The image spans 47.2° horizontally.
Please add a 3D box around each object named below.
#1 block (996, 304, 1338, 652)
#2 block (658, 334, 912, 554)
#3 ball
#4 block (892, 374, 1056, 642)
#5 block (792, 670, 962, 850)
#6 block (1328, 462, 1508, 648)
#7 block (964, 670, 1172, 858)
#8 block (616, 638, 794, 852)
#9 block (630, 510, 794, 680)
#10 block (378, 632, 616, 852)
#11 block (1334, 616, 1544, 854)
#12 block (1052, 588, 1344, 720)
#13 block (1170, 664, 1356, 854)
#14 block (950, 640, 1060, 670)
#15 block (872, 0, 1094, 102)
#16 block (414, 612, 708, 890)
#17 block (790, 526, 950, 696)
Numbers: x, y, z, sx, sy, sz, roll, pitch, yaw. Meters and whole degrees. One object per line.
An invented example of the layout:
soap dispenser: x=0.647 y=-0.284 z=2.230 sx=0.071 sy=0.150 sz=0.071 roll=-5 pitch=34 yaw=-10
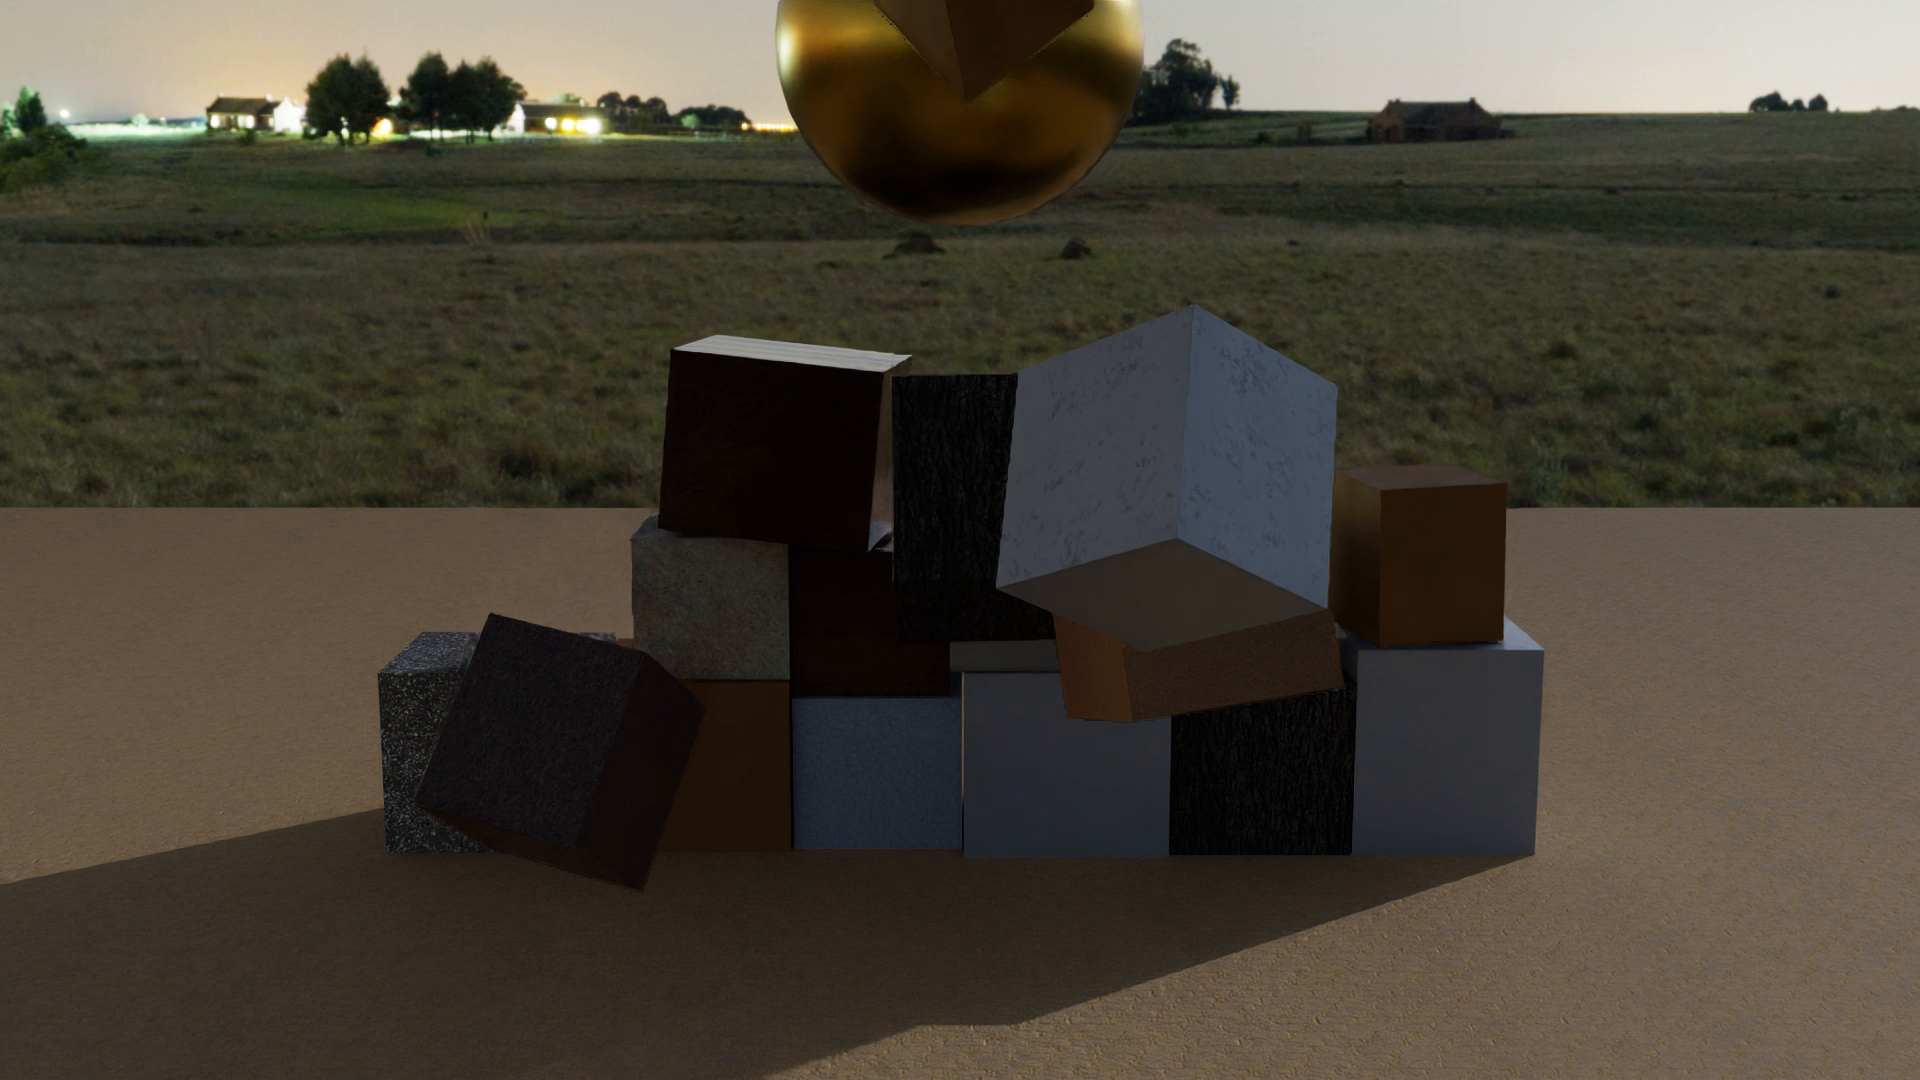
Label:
block: x=0.698 y=-0.180 z=7.372 sx=0.721 sy=0.807 sz=0.813 roll=24 pitch=-27 yaw=-37
block: x=-0.857 y=-0.503 z=11.009 sx=1.034 sy=0.876 sz=0.952 roll=7 pitch=10 yaw=6
ball: x=0.000 y=-2.155 z=9.487 sx=1.600 sy=1.600 sz=1.600 roll=0 pitch=10 yaw=0
block: x=0.194 y=-0.129 z=9.663 sx=0.952 sy=0.922 sz=0.882 roll=-1 pitch=-19 yaw=0
block: x=-0.411 y=1.094 z=11.376 sx=0.844 sy=0.778 sz=0.834 roll=0 pitch=10 yaw=0
block: x=2.301 y=0.065 z=11.120 sx=0.653 sy=0.788 sz=0.699 roll=-3 pitch=11 yaw=-11
block: x=0.527 y=1.017 z=11.346 sx=1.016 sy=0.939 sz=1.076 roll=0 pitch=10 yaw=0
block: x=-1.336 y=1.044 z=11.383 sx=0.987 sy=0.872 sz=0.977 roll=0 pitch=10 yaw=0
block: x=-1.228 y=0.265 z=11.243 sx=0.768 sy=0.712 sz=0.841 roll=0 pitch=10 yaw=0
block: x=-2.352 y=1.025 z=11.350 sx=1.023 sy=0.921 sz=0.925 roll=0 pitch=10 yaw=0
block: x=2.404 y=0.963 z=11.344 sx=0.912 sy=1.045 sz=0.992 roll=0 pitch=10 yaw=0
block: x=0.866 y=0.182 z=8.565 sx=0.823 sy=0.906 sz=0.965 roll=-8 pitch=-2 yaw=-12
block: x=1.494 y=1.047 z=11.370 sx=0.895 sy=0.873 sz=1.024 roll=0 pitch=10 yaw=0
block: x=0.377 y=0.065 z=10.530 sx=0.849 sy=0.911 sz=0.881 roll=0 pitch=-19 yaw=0
block: x=0.039 y=-2.218 z=8.293 sx=0.628 sy=0.646 sz=0.650 roll=-37 pitch=-21 yaw=-7
block: x=-1.614 y=0.873 z=9.011 sx=0.722 sy=0.818 sz=0.726 roll=13 pitch=-18 yaw=19
block: x=-0.442 y=0.349 z=11.254 sx=0.781 sy=0.730 sz=0.760 roll=0 pitch=10 yaw=0
